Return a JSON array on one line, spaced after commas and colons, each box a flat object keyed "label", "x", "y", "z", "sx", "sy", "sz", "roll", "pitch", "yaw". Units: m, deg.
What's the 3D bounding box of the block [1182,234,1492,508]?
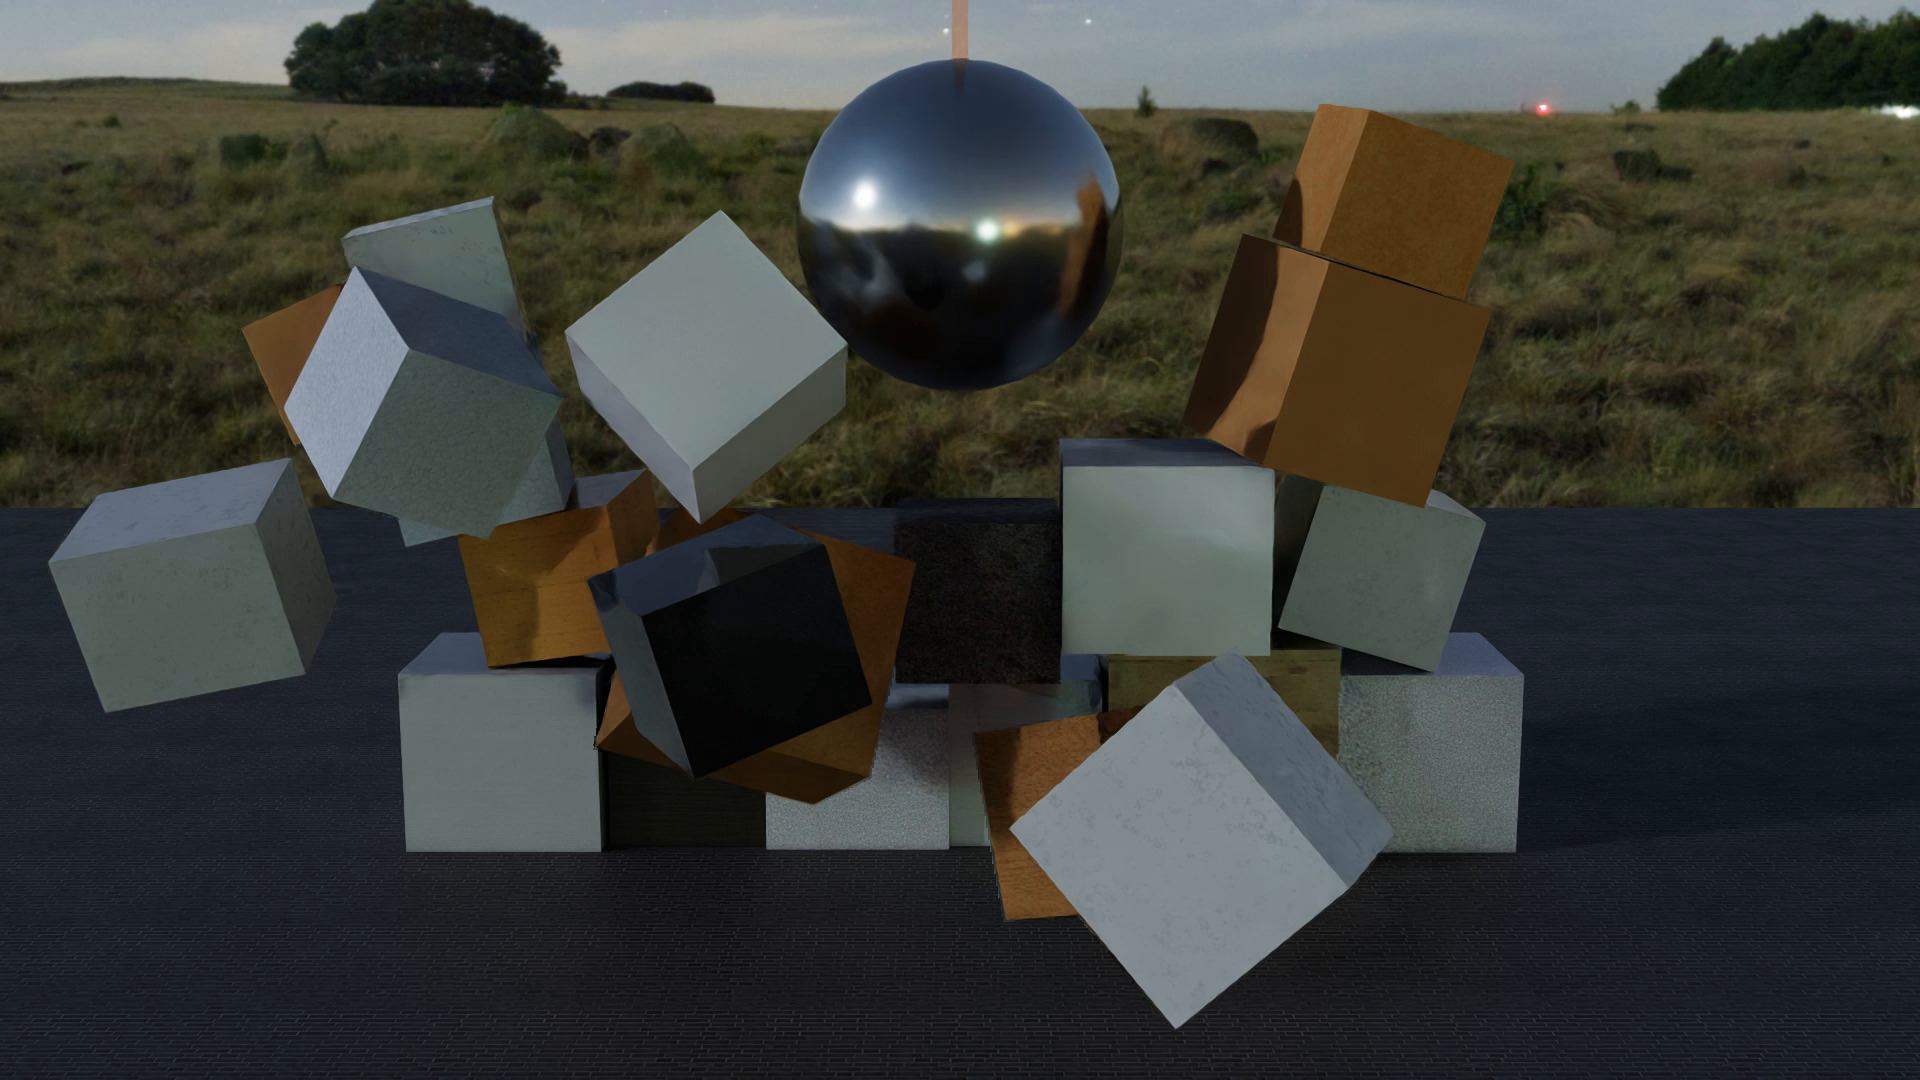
[{"label": "block", "x": 1.805, "y": -0.831, "z": 10.669, "sx": 0.911, "sy": 0.983, "sz": 0.911, "roll": 13, "pitch": 11, "yaw": -22}]

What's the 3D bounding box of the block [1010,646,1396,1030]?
[{"label": "block", "x": 0.832, "y": 0.976, "z": 7.406, "sx": 0.759, "sy": 0.841, "sz": 0.806, "roll": -44, "pitch": -11, "yaw": 20}]

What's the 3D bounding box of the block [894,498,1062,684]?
[{"label": "block", "x": 0.089, "y": 0.244, "z": 11.165, "sx": 0.813, "sy": 0.798, "sz": 0.790, "roll": 0, "pitch": 10, "yaw": 0}]

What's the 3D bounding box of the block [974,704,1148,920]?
[{"label": "block", "x": 0.635, "y": 1.092, "z": 9.032, "sx": 0.736, "sy": 0.770, "sz": 0.741, "roll": -5, "pitch": -7, "yaw": -41}]

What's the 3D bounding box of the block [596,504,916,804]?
[{"label": "block", "x": -0.957, "y": 0.539, "z": 10.159, "sx": 1.084, "sy": 1.008, "sz": 1.006, "roll": 17, "pitch": -18, "yaw": -14}]

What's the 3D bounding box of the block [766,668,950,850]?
[{"label": "block", "x": -0.512, "y": 1.116, "z": 11.384, "sx": 0.916, "sy": 0.731, "sz": 0.863, "roll": 0, "pitch": 10, "yaw": 0}]

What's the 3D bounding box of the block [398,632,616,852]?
[{"label": "block", "x": -2.280, "y": 1.027, "z": 11.359, "sx": 0.974, "sy": 0.913, "sz": 0.921, "roll": 0, "pitch": 10, "yaw": 0}]

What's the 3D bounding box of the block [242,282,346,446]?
[{"label": "block", "x": -3.281, "y": -0.960, "z": 11.670, "sx": 0.612, "sy": 0.662, "sz": 0.567, "roll": -21, "pitch": 6, "yaw": 15}]

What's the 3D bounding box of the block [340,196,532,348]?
[{"label": "block", "x": -2.548, "y": -1.239, "z": 10.779, "sx": 0.713, "sy": 0.703, "sz": 0.758, "roll": -14, "pitch": 14, "yaw": -7}]

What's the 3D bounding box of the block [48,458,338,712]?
[{"label": "block", "x": -3.763, "y": 0.210, "z": 10.888, "sx": 0.991, "sy": 0.816, "sz": 0.847, "roll": -11, "pitch": 24, "yaw": 0}]

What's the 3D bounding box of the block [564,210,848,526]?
[{"label": "block", "x": -1.018, "y": -0.693, "z": 8.979, "sx": 0.802, "sy": 0.768, "sz": 0.709, "roll": -41, "pitch": -10, "yaw": -14}]

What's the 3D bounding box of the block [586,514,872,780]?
[{"label": "block", "x": -0.941, "y": 0.408, "z": 8.914, "sx": 0.780, "sy": 0.694, "sz": 0.788, "roll": -22, "pitch": 18, "yaw": -20}]

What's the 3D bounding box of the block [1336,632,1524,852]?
[{"label": "block", "x": 2.317, "y": 1.028, "z": 11.362, "sx": 0.913, "sy": 0.911, "sz": 0.947, "roll": 0, "pitch": 10, "yaw": 0}]

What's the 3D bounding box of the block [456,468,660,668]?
[{"label": "block", "x": -1.982, "y": 0.131, "z": 11.170, "sx": 0.785, "sy": 0.732, "sz": 0.755, "roll": -8, "pitch": 14, "yaw": 10}]

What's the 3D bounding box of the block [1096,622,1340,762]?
[{"label": "block", "x": 1.284, "y": 0.961, "z": 11.320, "sx": 1.132, "sy": 1.058, "sz": 1.056, "roll": 0, "pitch": 10, "yaw": -1}]

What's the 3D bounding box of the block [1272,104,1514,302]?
[{"label": "block", "x": 2.075, "y": -1.636, "z": 10.609, "sx": 0.763, "sy": 0.690, "sz": 0.713, "roll": 16, "pitch": 10, "yaw": -13}]

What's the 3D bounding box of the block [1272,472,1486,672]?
[{"label": "block", "x": 2.050, "y": 0.090, "z": 11.199, "sx": 0.824, "sy": 0.787, "sz": 0.890, "roll": 16, "pitch": 10, "yaw": -5}]

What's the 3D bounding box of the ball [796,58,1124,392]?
[{"label": "ball", "x": 0.000, "y": -1.522, "z": 10.696, "sx": 1.600, "sy": 1.600, "sz": 1.600, "roll": 0, "pitch": 10, "yaw": 0}]

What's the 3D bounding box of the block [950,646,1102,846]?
[{"label": "block", "x": 0.329, "y": 1.048, "z": 11.385, "sx": 0.765, "sy": 0.864, "sz": 0.775, "roll": 0, "pitch": 10, "yaw": 0}]

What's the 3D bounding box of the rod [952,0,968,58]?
[{"label": "rod", "x": 0.000, "y": -4.886, "z": 10.202, "sx": 0.080, "sy": 5.200, "sz": 0.080, "roll": 0, "pitch": 8, "yaw": 0}]

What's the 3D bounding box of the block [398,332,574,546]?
[{"label": "block", "x": -2.409, "y": -0.511, "z": 10.872, "sx": 0.777, "sy": 0.780, "sz": 0.777, "roll": -13, "pitch": 14, "yaw": -3}]

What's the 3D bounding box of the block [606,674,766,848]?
[{"label": "block", "x": -1.364, "y": 1.062, "z": 11.370, "sx": 0.786, "sy": 0.843, "sz": 0.779, "roll": 0, "pitch": 10, "yaw": 0}]

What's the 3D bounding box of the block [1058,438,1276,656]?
[{"label": "block", "x": 1.006, "y": 0.015, "z": 11.001, "sx": 1.005, "sy": 0.918, "sz": 0.984, "roll": 0, "pitch": 10, "yaw": 1}]

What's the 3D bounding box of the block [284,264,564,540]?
[{"label": "block", "x": -2.341, "y": -0.594, "z": 9.563, "sx": 0.749, "sy": 0.740, "sz": 0.786, "roll": 17, "pitch": 21, "yaw": -41}]
